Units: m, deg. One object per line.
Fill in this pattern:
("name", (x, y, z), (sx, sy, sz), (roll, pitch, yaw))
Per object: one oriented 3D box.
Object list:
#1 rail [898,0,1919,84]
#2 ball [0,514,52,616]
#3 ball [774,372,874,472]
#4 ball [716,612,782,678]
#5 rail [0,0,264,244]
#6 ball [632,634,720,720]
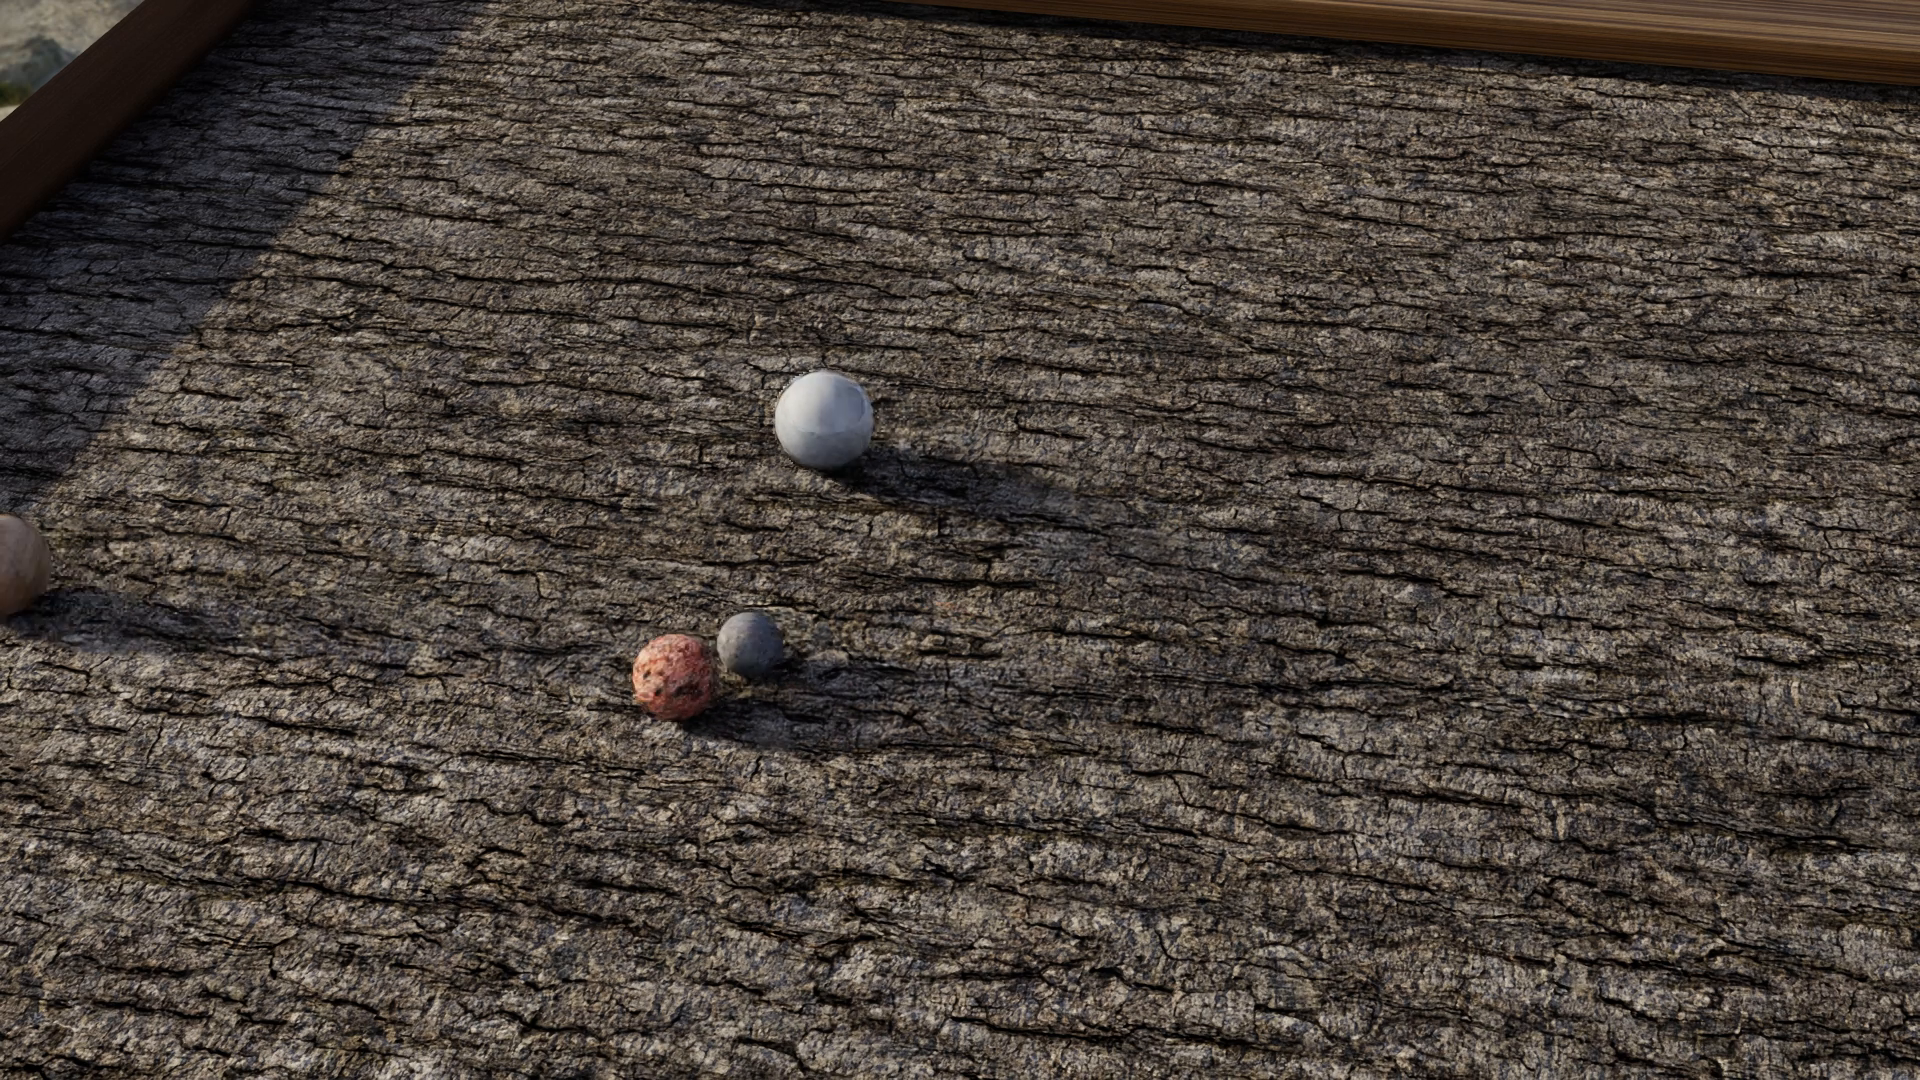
("rail", (1.146, -0.472, 2.534), (3.838, 0.102, 0.045), (7, 35, 10))
("ball", (-0.694, 0.018, 1.850), (0.074, 0.074, 0.074), (0, 35, 0))
("ball", (-0.106, -0.093, 2.008), (0.078, 0.078, 0.078), (0, 35, 0))
("ball", (-0.147, 0.073, 1.795), (0.046, 0.046, 0.046), (0, 35, 0))
("rail", (-0.916, -0.125, 2.032), (0.045, 0.102, 2.079), (7, 35, 10))
("ball", (-0.194, 0.094, 1.754), (0.059, 0.059, 0.059), (0, 35, 0))
